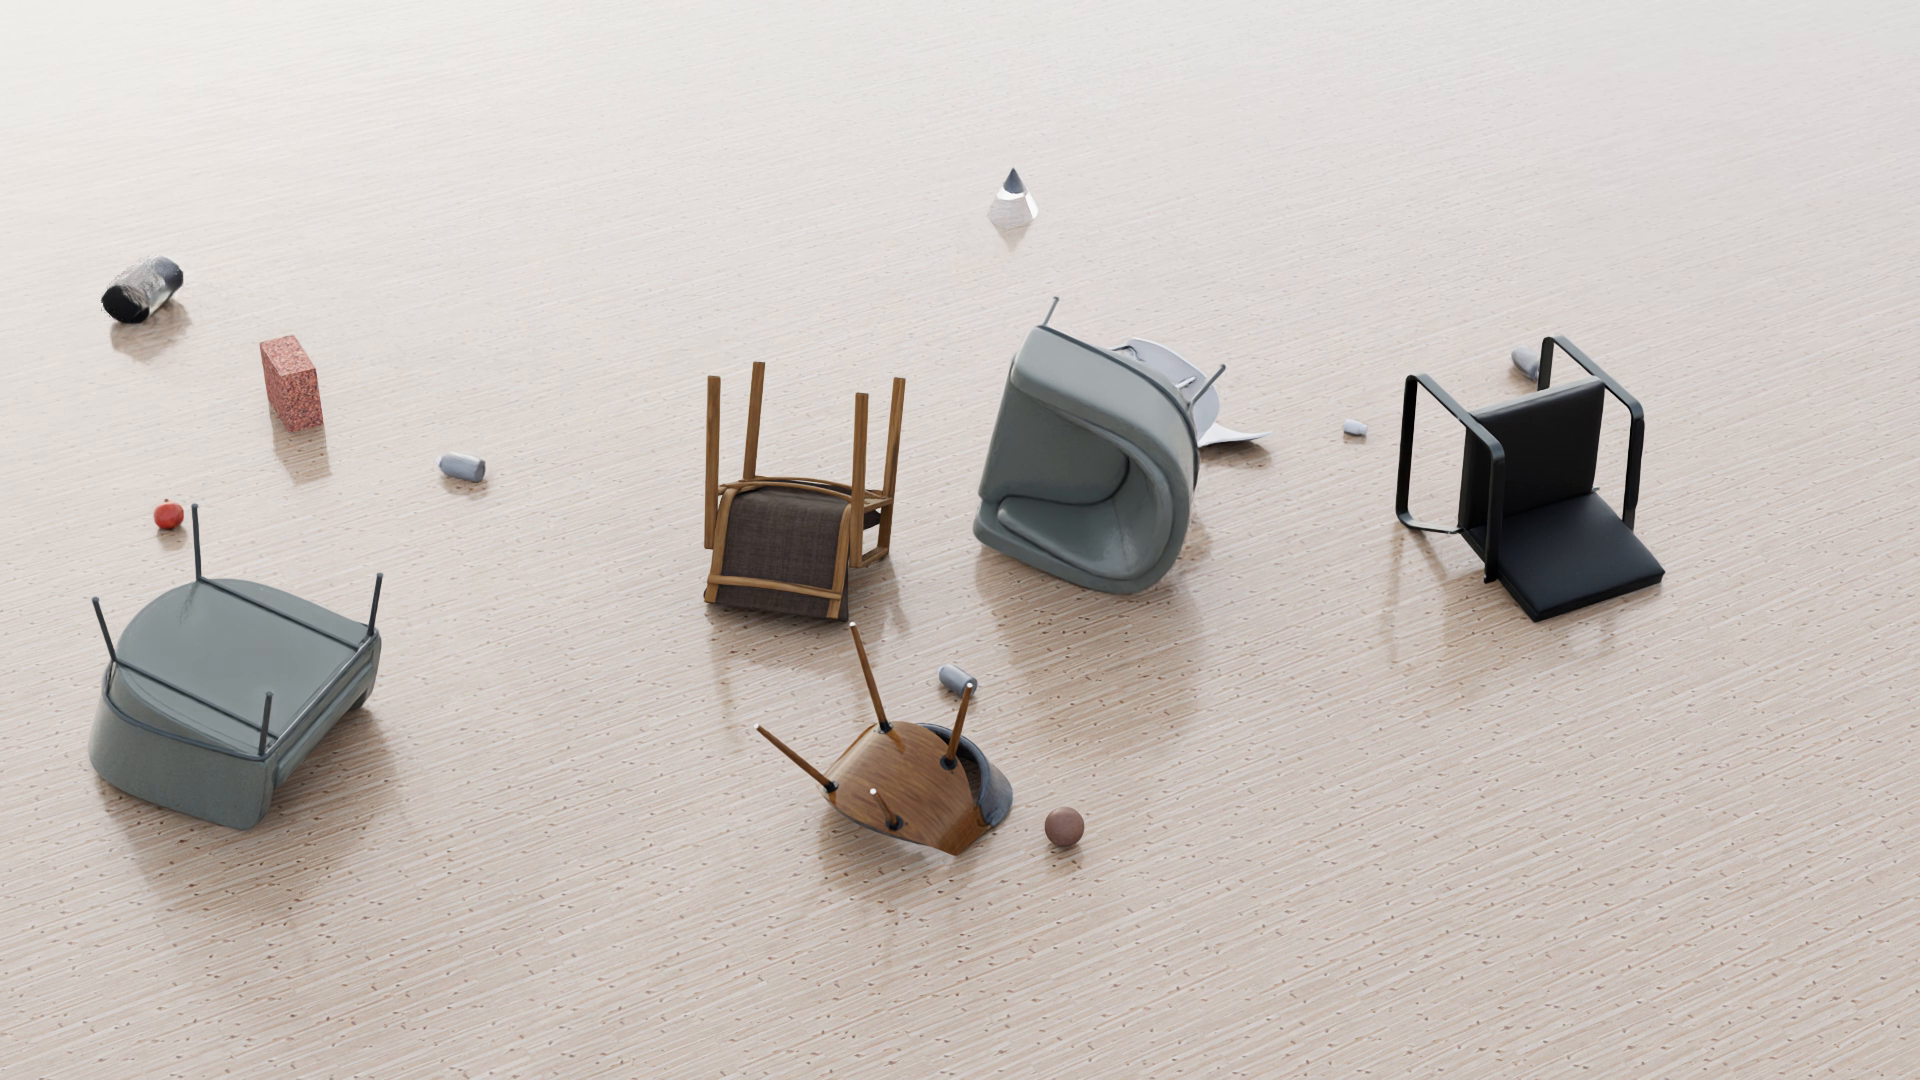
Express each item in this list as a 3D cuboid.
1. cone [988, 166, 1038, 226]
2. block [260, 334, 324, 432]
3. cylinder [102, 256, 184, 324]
[{"bbox_3d":[0.237,-1.572,13.126,0.223,0.224,0.312,8,34,13],"label":"cone"},{"bbox_3d":[-2.657,-0.623,11.655,0.142,0.258,0.301,-16,37,-22],"label":"block"},{"bbox_3d":[-3.448,-1.057,12.379,0.235,0.182,0.274,-4,30,23],"label":"cylinder"}]
